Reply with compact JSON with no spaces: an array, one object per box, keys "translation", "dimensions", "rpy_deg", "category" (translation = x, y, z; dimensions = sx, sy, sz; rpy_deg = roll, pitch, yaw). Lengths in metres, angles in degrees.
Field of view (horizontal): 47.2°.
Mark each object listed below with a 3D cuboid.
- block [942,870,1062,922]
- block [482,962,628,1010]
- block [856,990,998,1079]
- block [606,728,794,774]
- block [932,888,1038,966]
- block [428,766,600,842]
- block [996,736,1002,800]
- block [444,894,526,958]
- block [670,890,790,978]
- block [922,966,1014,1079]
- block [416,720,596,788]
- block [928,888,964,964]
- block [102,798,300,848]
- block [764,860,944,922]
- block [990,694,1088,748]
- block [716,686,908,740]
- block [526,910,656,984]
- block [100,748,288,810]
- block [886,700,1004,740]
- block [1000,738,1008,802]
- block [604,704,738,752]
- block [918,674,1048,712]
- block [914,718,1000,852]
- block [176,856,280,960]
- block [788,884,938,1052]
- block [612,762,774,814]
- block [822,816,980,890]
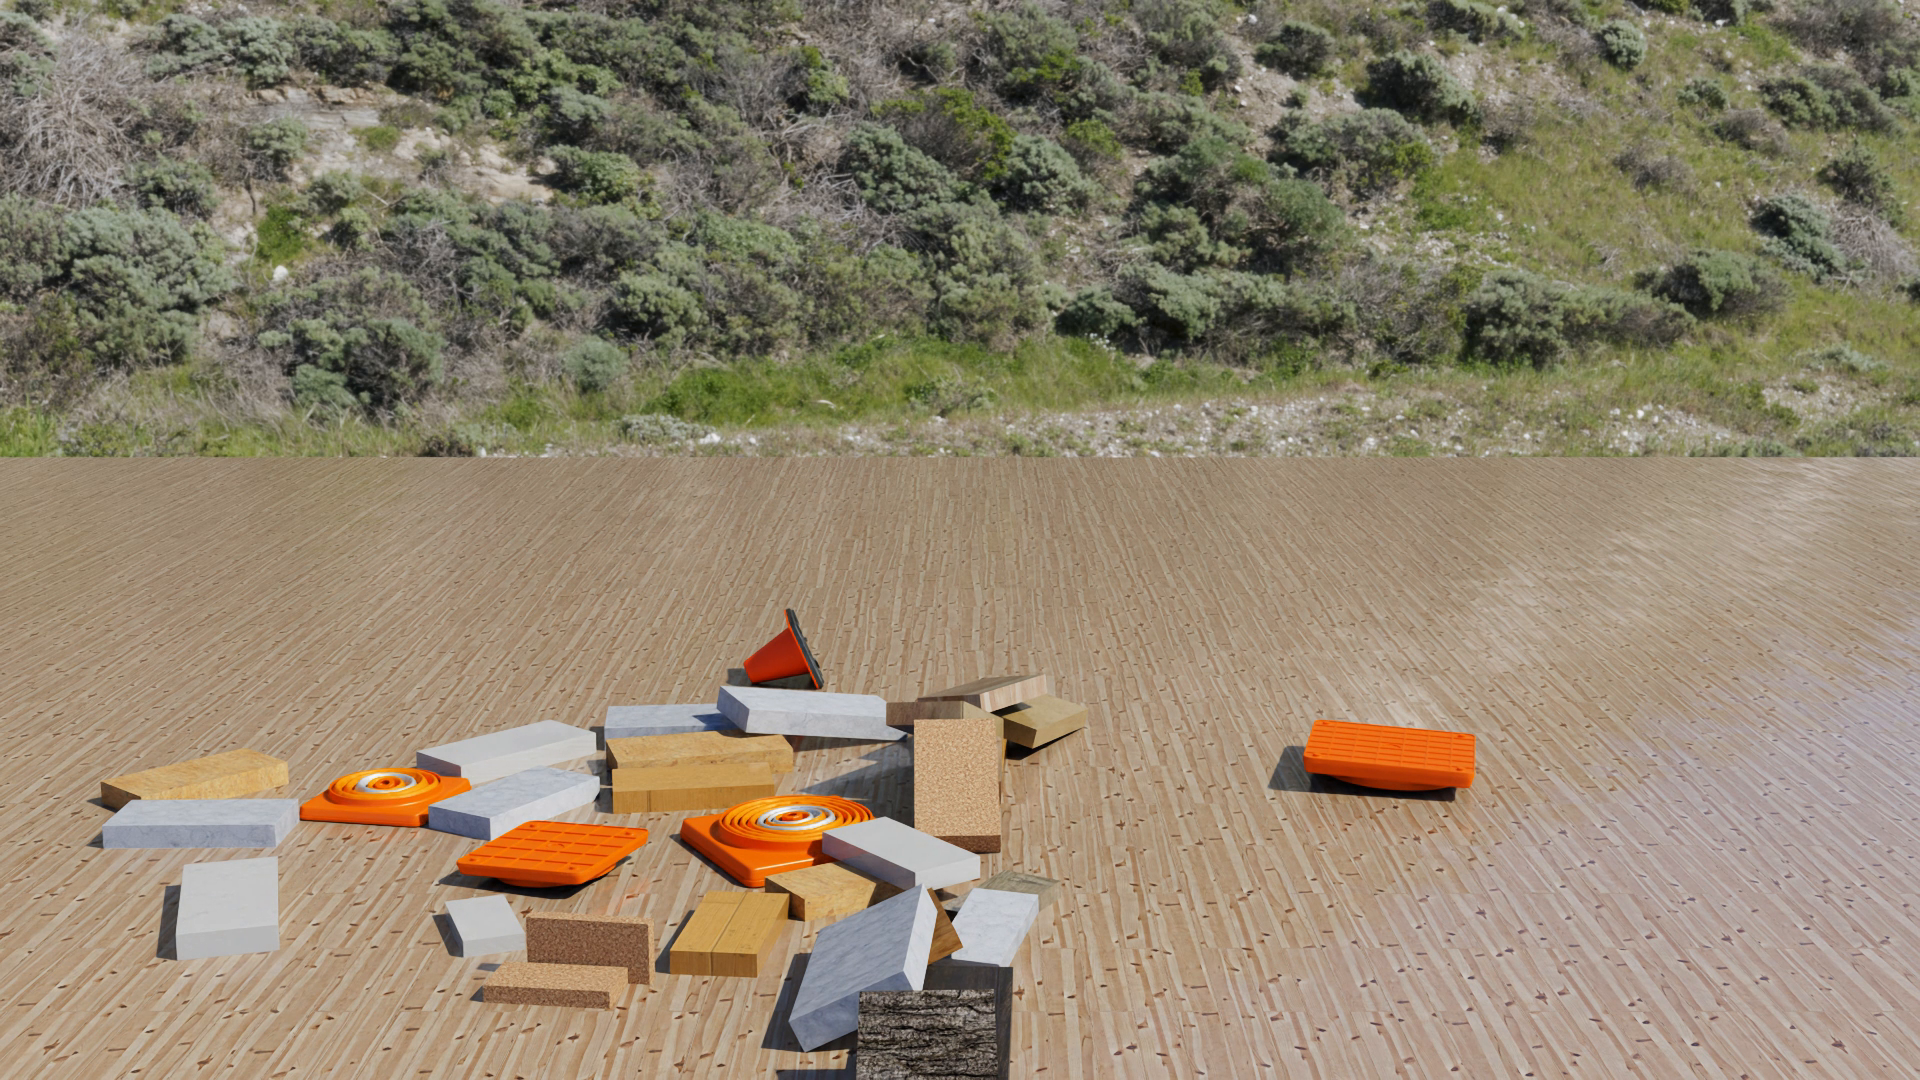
[{"translation":[0.067,0.591,3.581],"dimensions":[0.107,0.030,0.214],"rpy_deg":[6,12,30],"category":"block"},{"translation":[-0.595,0.656,3.242],"dimensions":[0.190,0.027,0.095],"rpy_deg":[1,11,7],"category":"block"},{"translation":[-0.041,0.691,2.762],"dimensions":[0.178,0.050,0.356],"rpy_deg":[-1,24,-1],"category":"block"},{"translation":[-0.522,0.431,4.392],"dimensions":[0.347,0.049,0.173],"rpy_deg":[-3,11,-16],"category":"block"},{"translation":[0.041,0.607,3.393],"dimensions":[0.107,0.030,0.214],"rpy_deg":[3,21,18],"category":"block"},{"translation":[-0.828,0.488,4.101],"dimensions":[0.150,0.043,0.301],"rpy_deg":[6,12,30],"category":"block"},{"translation":[0.004,0.434,4.171],"dimensions":[0.151,0.043,0.301],"rpy_deg":[0,11,2],"category":"block"},{"translation":[-0.754,0.610,3.486],"dimensions":[0.095,0.027,0.190],"rpy_deg":[-4,11,-21],"category":"block"},{"translation":[-0.357,0.614,3.438],"dimensions":[0.133,0.038,0.266],"rpy_deg":[1,11,6],"category":"block"},{"translation":[-0.019,0.686,3.016],"dimensions":[0.178,0.050,0.415],"rpy_deg":[0,11,2],"category":"block"},{"translation":[-0.911,0.427,4.427],"dimensions":[0.152,0.043,0.327],"rpy_deg":[10,14,42],"category":"block"},{"translation":[-0.068,0.603,3.385],"dimensions":[0.107,0.030,0.214],"rpy_deg":[-25,12,-6],"category":"block"},{"translation":[-1.368,0.512,3.973],"dimensions":[0.304,0.043,0.152],"rpy_deg":[0,11,-1],"category":"block"},{"translation":[-0.176,0.572,3.662],"dimensions":[0.266,0.038,0.133],"rpy_deg":[-7,13,-33],"category":"block"},{"translation":[0.147,0.369,4.583],"dimensions":[0.143,0.041,0.286],"rpy_deg":[18,12,22],"category":"block"},{"translation":[-0.304,0.361,4.576],"dimensions":[0.363,0.049,0.173],"rpy_deg":[6,10,-28],"category":"block"},{"translation":[-0.554,0.611,3.296],"dimensions":[0.190,0.095,0.027],"rpy_deg":[2,11,9],"category":"block"},{"translation":[-1.467,0.465,4.223],"dimensions":[0.152,0.043,0.304],"rpy_deg":[9,14,41],"category":"block"},{"translation":[-0.026,0.352,4.260],"dimensions":[0.151,0.043,0.301],"rpy_deg":[-2,-11,15],"category":"block"},{"translation":[0.022,0.426,4.442],"dimensions":[0.143,0.041,0.630],"rpy_deg":[1,11,3],"category":"block"},{"translation":[-0.566,0.390,4.612],"dimensions":[0.347,0.049,0.173],"rpy_deg":[-1,11,-6],"category":"block"},{"translation":[0.048,0.317,4.480],"dimensions":[0.143,0.041,0.286],"rpy_deg":[-6,2,29],"category":"block"},{"translation":[-0.007,0.442,3.980],"dimensions":[0.151,0.043,0.301],"rpy_deg":[-1,38,-1],"category":"block"},{"translation":[-1.178,0.591,3.549],"dimensions":[0.150,0.043,0.341],"rpy_deg":[-3,11,-17],"category":"block"},{"translation":[-0.135,0.615,3.194],"dimensions":[0.178,0.050,0.355],"rpy_deg":[-25,8,8],"category":"block"},{"translation":[-0.510,0.472,4.190],"dimensions":[0.301,0.043,0.150],"rpy_deg":[-2,11,-9],"category":"block"},{"translation":[-0.101,0.528,3.694],"dimensions":[0.133,0.038,0.266],"rpy_deg":[-8,13,-37],"category":"block"}]
